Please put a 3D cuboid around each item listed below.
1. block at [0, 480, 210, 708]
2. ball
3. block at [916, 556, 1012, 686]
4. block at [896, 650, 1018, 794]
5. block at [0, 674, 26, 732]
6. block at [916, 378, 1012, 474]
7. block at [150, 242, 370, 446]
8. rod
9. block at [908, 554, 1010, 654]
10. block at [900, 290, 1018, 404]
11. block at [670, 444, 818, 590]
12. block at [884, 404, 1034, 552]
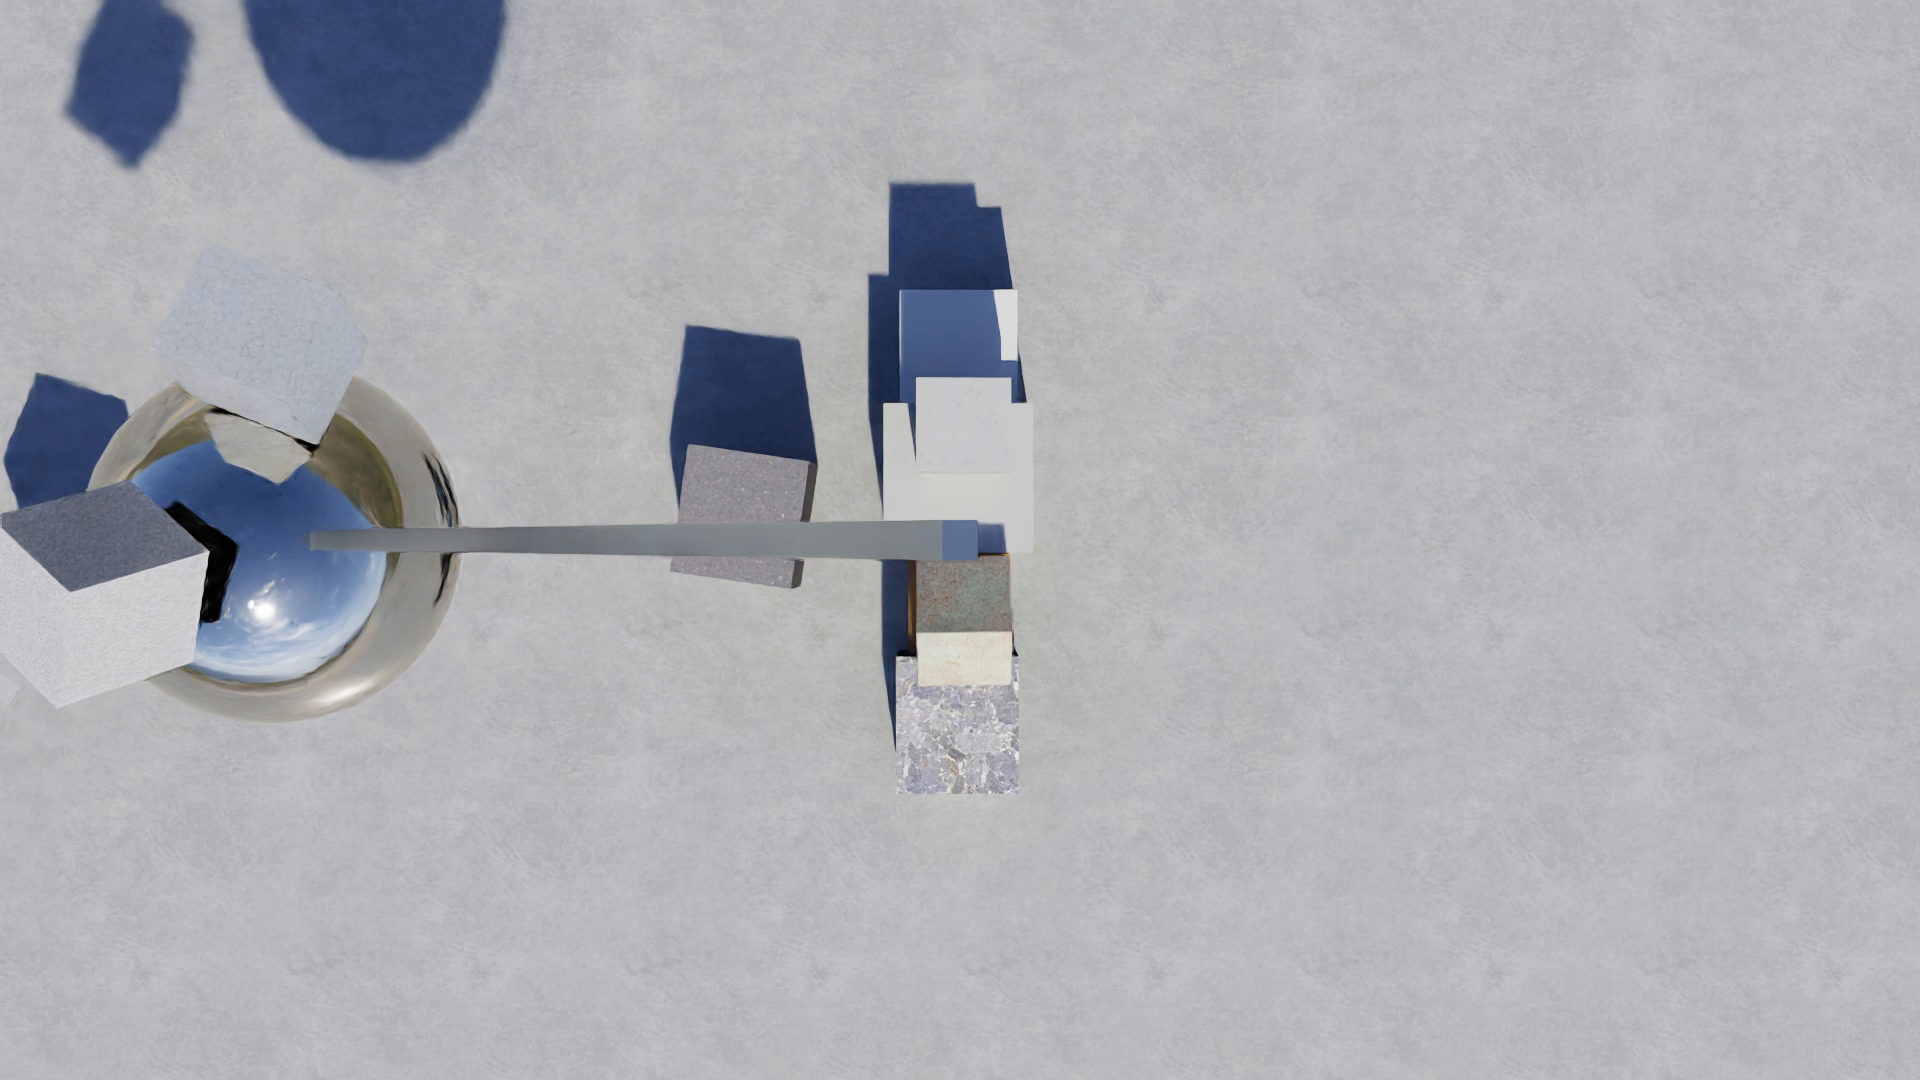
[{"bbox_3d":[-3.342,0.199,8.488,0.526,0.589,0.547,36,124,25],"label":"block"},{"bbox_3d":[-2.982,0.000,9.584,1.600,1.600,1.600,0,90,0],"label":"ball"},{"bbox_3d":[0.022,0.444,12.031,0.506,0.533,0.492,-1,55,0],"label":"block"},{"bbox_3d":[-0.015,1.032,12.627,0.684,0.747,0.765,0,90,0],"label":"block"},{"bbox_3d":[-4.377,0.777,9.352,0.502,0.504,0.597,29,75,-16],"label":"block"},{"bbox_3d":[0.019,-0.616,11.931,0.506,0.445,0.498,0,90,0],"label":"block"},{"bbox_3d":[-2.775,-0.775,8.766,0.564,0.539,0.482,21,74,4],"label":"block"},{"bbox_3d":[-1.292,0.000,6.634,0.080,5.200,0.080,0,90,-30],"label":"rod"},{"bbox_3d":[-0.002,0.359,12.695,0.573,0.609,0.560,0,90,0],"label":"block"},{"bbox_3d":[-0.008,-1.090,12.712,0.665,0.576,0.648,0,90,0],"label":"block"},{"bbox_3d":[-1.226,-0.131,12.614,0.680,0.772,0.718,8,90,0],"label":"block"},{"bbox_3d":[-0.010,-0.343,12.577,0.828,0.846,0.825,0,90,0],"label":"block"}]
